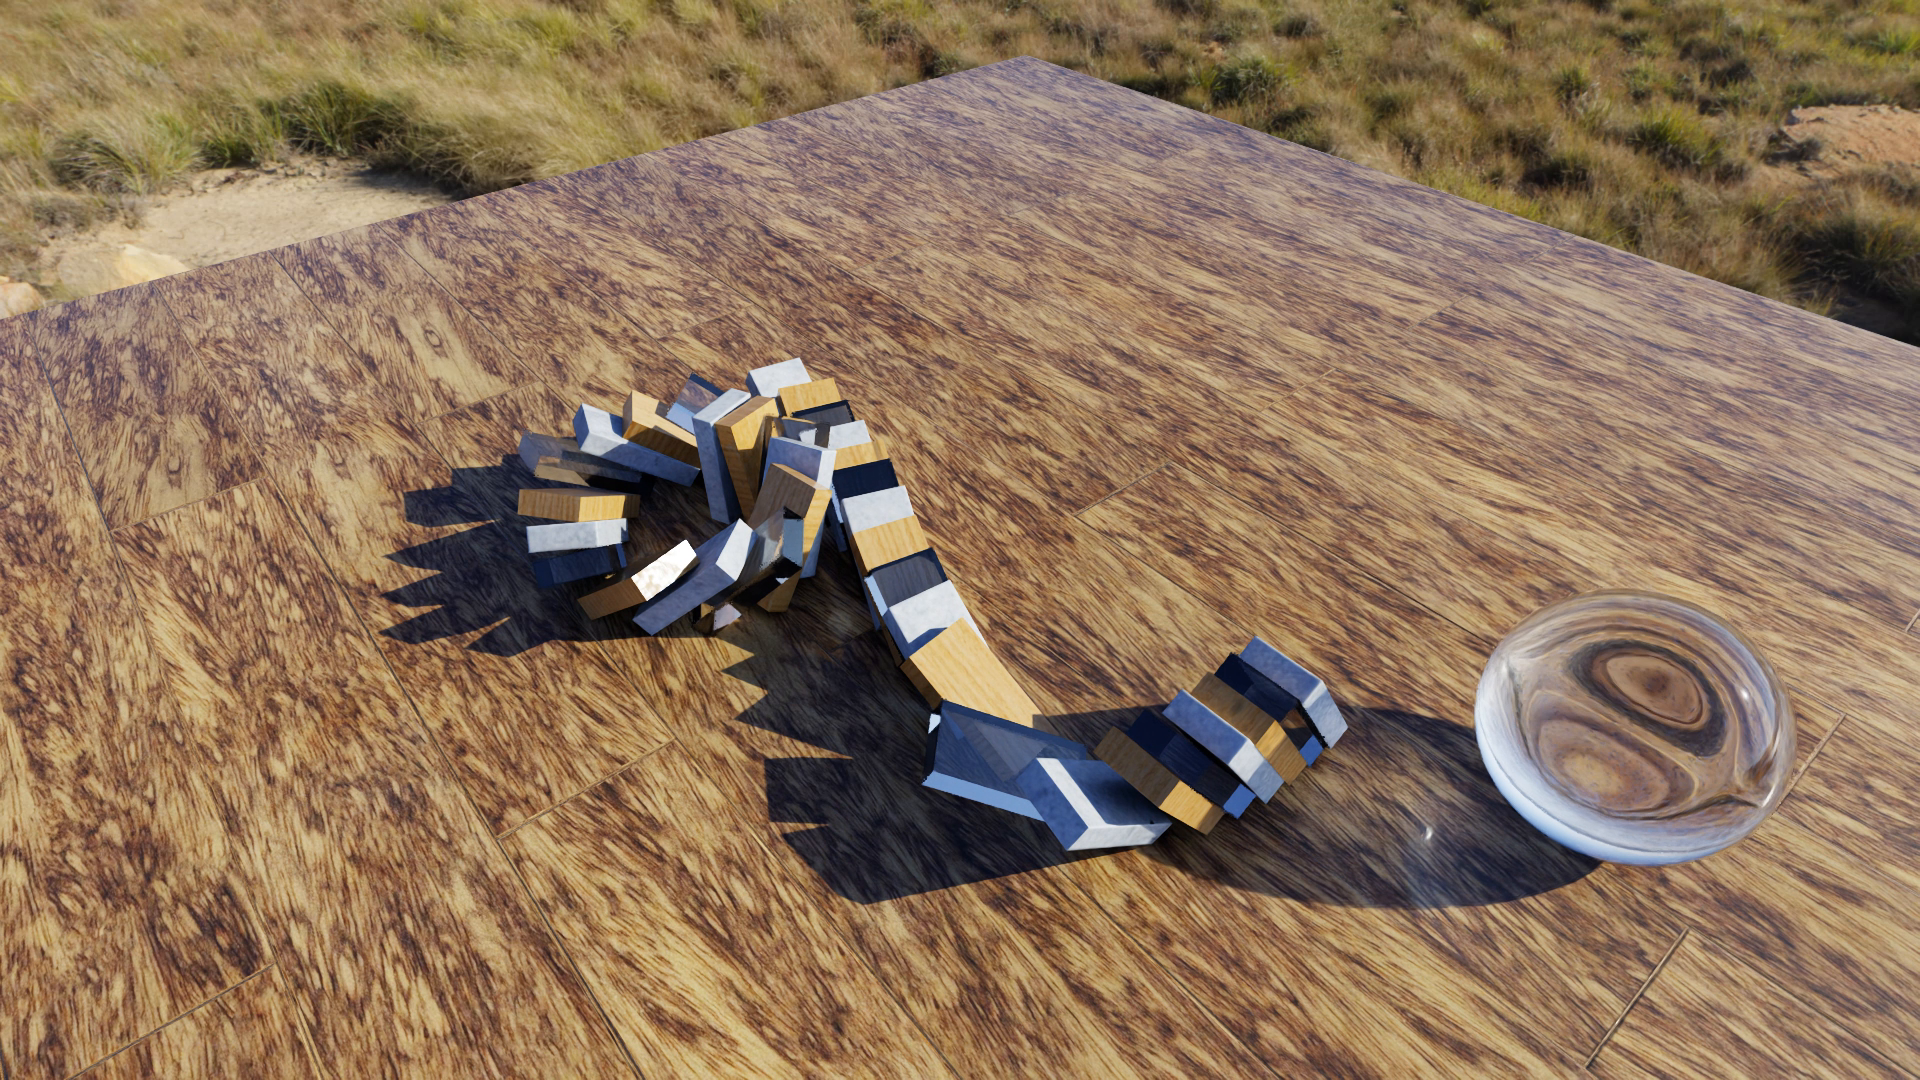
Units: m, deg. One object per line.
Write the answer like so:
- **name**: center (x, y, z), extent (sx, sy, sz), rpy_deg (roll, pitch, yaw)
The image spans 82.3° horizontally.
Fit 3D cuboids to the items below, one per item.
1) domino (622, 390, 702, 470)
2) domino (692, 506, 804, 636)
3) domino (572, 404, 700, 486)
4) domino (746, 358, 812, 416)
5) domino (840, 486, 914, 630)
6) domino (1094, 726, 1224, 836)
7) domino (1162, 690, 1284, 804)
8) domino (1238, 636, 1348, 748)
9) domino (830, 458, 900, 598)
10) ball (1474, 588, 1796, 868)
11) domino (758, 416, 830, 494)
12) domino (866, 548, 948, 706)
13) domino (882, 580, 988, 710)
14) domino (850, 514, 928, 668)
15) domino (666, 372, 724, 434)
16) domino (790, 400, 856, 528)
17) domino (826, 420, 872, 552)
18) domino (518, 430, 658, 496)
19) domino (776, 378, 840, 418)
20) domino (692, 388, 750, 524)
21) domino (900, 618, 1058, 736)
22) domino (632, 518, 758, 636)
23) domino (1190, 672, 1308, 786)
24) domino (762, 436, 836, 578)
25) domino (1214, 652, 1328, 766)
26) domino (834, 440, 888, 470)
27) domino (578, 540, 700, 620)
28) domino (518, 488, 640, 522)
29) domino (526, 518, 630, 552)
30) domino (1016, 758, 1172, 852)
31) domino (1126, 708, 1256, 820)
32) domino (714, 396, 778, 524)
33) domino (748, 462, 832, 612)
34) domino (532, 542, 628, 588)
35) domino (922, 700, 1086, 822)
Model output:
- **domino**: center (-0.121, -0.045, 0.477), extent (0.050, 0.009, 0.025), rpy_deg (23, 29, -31)
- **domino**: center (-0.078, 0.012, 0.402), extent (0.050, 0.009, 0.025), rpy_deg (-36, 38, 26)
- **domino**: center (-0.138, -0.040, 0.470), extent (0.050, 0.010, 0.025), rpy_deg (20, 23, -36)
- **domino**: center (-0.073, -0.055, 0.489), extent (0.025, 0.010, 0.050), rpy_deg (-21, 77, -28)
- **domino**: center (-0.026, 0.006, 0.414), extent (0.025, 0.010, 0.050), rpy_deg (-14, 75, -17)
- **domino**: center (0.060, 0.072, 0.326), extent (0.025, 0.050, 0.010), rpy_deg (38, 89, 35)
- **domino**: center (0.081, 0.064, 0.336), extent (0.009, 0.050, 0.025), rpy_deg (-50, 53, -3)
- **domino**: center (0.108, 0.050, 0.354), extent (0.010, 0.050, 0.025), rpy_deg (-50, 53, -3)
- **domino**: center (-0.032, -0.005, 0.426), extent (0.025, 0.009, 0.050), rpy_deg (-14, 75, -17)
- **ball**: center (0.195, 0.054, 0.322), extent (0.080, 0.080, 0.080), rpy_deg (0, 39, 0)
- **domino**: center (-0.067, -0.023, 0.439), extent (0.025, 0.050, 0.010), rpy_deg (12, 10, 28)
- **domino**: center (-0.011, 0.030, 0.387), extent (0.025, 0.009, 0.050), rpy_deg (-20, 76, -22)
- **domino**: center (-0.003, 0.041, 0.373), extent (0.025, 0.009, 0.050), rpy_deg (-24, 77, -26)
- **domino**: center (-0.019, 0.018, 0.401), extent (0.025, 0.010, 0.050), rpy_deg (-17, 76, -20)
- **domino**: center (-0.101, -0.051, 0.484), extent (0.050, 0.009, 0.025), rpy_deg (32, 36, -18)
- **domino**: center (-0.052, -0.033, 0.464), extent (0.025, 0.010, 0.050), rpy_deg (-16, 74, -19)
- **domino**: center (-0.044, -0.023, 0.451), extent (0.025, 0.009, 0.050), rpy_deg (-15, 75, -17)
- **domino**: center (-0.156, -0.032, 0.461), extent (0.050, 0.010, 0.025), rpy_deg (11, 20, -41)
- **domino**: center (-0.060, -0.044, 0.477), extent (0.025, 0.009, 0.050), rpy_deg (-14, 73, -20)
- **domino**: center (-0.095, -0.034, 0.453), extent (0.010, 0.050, 0.025), rpy_deg (19, 43, 23)
- **domino**: center (0.006, 0.053, 0.359), extent (0.025, 0.010, 0.050), rpy_deg (-35, 82, -34)
- **domino**: center (-0.097, 0.014, 0.402), extent (0.050, 0.009, 0.025), rpy_deg (-30, 27, 32)
- **domino**: center (0.090, 0.059, 0.342), extent (0.010, 0.050, 0.025), rpy_deg (-50, 53, -3)
- **domino**: center (-0.065, -0.013, 0.427), extent (0.025, 0.050, 0.009), rpy_deg (16, 12, 26)
- **domino**: center (0.099, 0.054, 0.348), extent (0.009, 0.050, 0.025), rpy_deg (-50, 53, -3)
- **domino**: center (-0.036, -0.013, 0.439), extent (0.025, 0.009, 0.050), rpy_deg (-14, 75, -17)
- **domino**: center (-0.118, 0.015, 0.402), extent (0.050, 0.010, 0.025), rpy_deg (-17, 19, 49)
- **domino**: center (-0.151, -0.014, 0.440), extent (0.025, 0.010, 0.050), rpy_deg (7, 5, 9)
- **domino**: center (-0.146, -0.002, 0.423), extent (0.025, 0.010, 0.050), rpy_deg (-5, 3, -4)
- **domino**: center (0.040, 0.077, 0.323), extent (0.050, 0.010, 0.025), rpy_deg (16, 28, -51)
- **domino**: center (0.070, 0.068, 0.332), extent (0.025, 0.050, 0.010), rpy_deg (38, 89, 37)
- **domino**: center (-0.081, -0.030, 0.448), extent (0.009, 0.050, 0.025), rpy_deg (14, 40, 33)
- **domino**: center (-0.069, -0.001, 0.415), extent (0.025, 0.050, 0.009), rpy_deg (29, 13, 31)
- **domino**: center (-0.140, 0.009, 0.408), extent (0.025, 0.010, 0.050), rpy_deg (-14, 3, -10)
- **domino**: center (0.014, 0.069, 0.340), extent (0.050, 0.009, 0.025), rpy_deg (20, 48, -14)
